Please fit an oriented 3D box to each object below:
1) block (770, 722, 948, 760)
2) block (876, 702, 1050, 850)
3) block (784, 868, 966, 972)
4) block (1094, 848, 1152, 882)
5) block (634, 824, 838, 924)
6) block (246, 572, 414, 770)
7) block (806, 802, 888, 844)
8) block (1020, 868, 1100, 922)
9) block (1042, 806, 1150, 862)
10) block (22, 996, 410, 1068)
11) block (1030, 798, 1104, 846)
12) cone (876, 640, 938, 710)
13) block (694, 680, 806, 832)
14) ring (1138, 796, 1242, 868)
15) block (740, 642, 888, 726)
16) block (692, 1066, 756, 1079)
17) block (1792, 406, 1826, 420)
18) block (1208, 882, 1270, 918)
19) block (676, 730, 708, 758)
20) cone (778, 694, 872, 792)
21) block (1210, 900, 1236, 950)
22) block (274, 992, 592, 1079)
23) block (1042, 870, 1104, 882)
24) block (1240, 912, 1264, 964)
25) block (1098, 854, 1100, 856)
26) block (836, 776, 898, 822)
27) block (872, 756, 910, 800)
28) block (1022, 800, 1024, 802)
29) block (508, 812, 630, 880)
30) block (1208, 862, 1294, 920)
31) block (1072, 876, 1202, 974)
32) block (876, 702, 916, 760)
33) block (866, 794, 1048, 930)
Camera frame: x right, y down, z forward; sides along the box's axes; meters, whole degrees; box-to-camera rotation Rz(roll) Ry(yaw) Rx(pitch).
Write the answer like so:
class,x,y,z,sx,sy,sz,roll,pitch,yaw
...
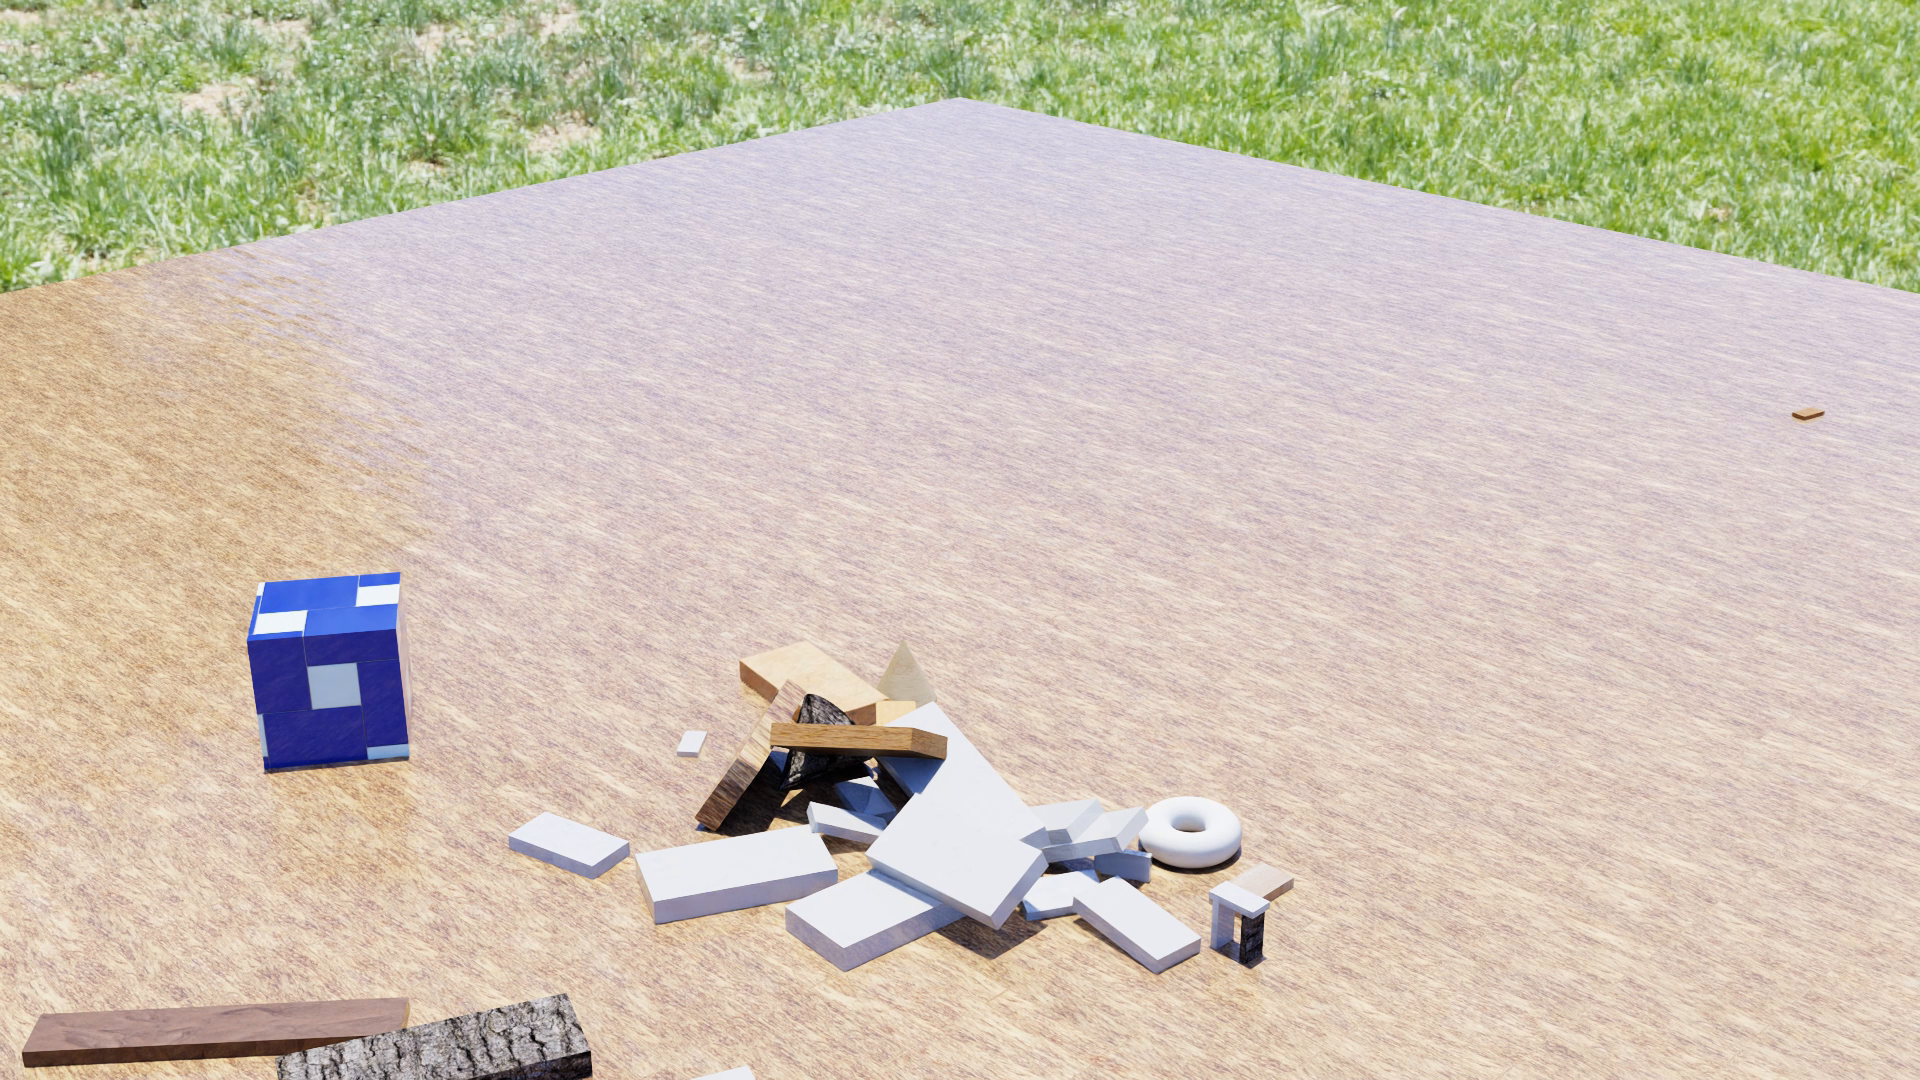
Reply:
class,x,y,z,sx,sy,sz,roll,pitch,yaw
block,-0.202,0.402,4.395,0.317,0.045,0.158,0,-12,26
block,-0.012,0.488,4.347,0.158,0.045,0.531,-26,31,-14
block,-0.128,0.679,4.096,0.357,0.051,0.179,-18,29,-36
block,0.313,0.621,4.227,0.111,0.055,0.016,8,24,18
block,-0.427,0.635,4.199,0.354,0.050,0.177,-8,24,-17
block,-1.346,0.276,4.729,0.298,0.298,0.298,-5,23,-11
block,-0.219,0.562,4.339,0.158,0.022,0.079,15,19,-17
block,0.189,0.667,4.133,0.158,0.022,0.079,-7,40,-16
block,0.242,0.567,4.209,0.224,0.032,0.112,-16,15,39
block,-1.261,0.837,3.748,0.621,0.031,0.108,-2,23,-4
block,0.161,0.555,4.274,0.224,0.032,0.112,-14,16,44
cone,-0.125,0.287,4.893,0.149,0.149,0.149,0,23,0
block,-0.426,0.437,4.507,0.050,0.177,0.354,35,26,-3
ring,0.452,0.574,4.322,0.205,0.068,0.205,-1,24,0
block,-0.328,0.332,4.913,0.177,0.050,0.354,-15,27,-31
block,-0.524,0.938,3.506,0.428,0.035,0.124,-9,25,-21
block,2.563,-0.382,6.644,0.093,0.013,0.046,-14,27,-29
block,0.503,0.648,3.960,0.100,0.014,0.050,21,31,41
block,-0.574,0.437,4.713,0.046,0.013,0.093,2,23,5
cone,-0.316,0.456,4.574,0.193,0.193,0.193,21,58,41
block,0.479,0.691,4.004,0.014,0.100,0.050,21,31,41
block,-0.870,0.872,3.641,0.487,0.051,0.179,-9,25,-20
block,0.217,0.655,4.196,0.111,0.016,0.055,-4,23,-9
block,0.526,0.710,3.961,0.014,0.100,0.050,21,31,41
block,0.244,0.589,4.225,0.111,0.016,0.055,-16,15,40
block,-0.192,0.532,4.479,0.076,0.022,0.152,-10,25,-21
block,-0.109,0.472,4.572,0.083,0.024,0.166,-17,39,-25
block,0.030,0.523,4.380,0.207,0.022,0.076,14,43,43
block,-0.767,0.598,4.312,0.217,0.031,0.108,14,27,29
block,0.553,0.664,4.168,0.079,0.022,0.158,21,31,41
block,0.323,0.703,4.031,0.112,0.032,0.224,-18,35,-36
block,-0.134,0.401,4.633,0.083,0.024,0.167,0,34,-3
block,-0.008,0.594,4.087,0.317,0.045,0.158,20,57,38
